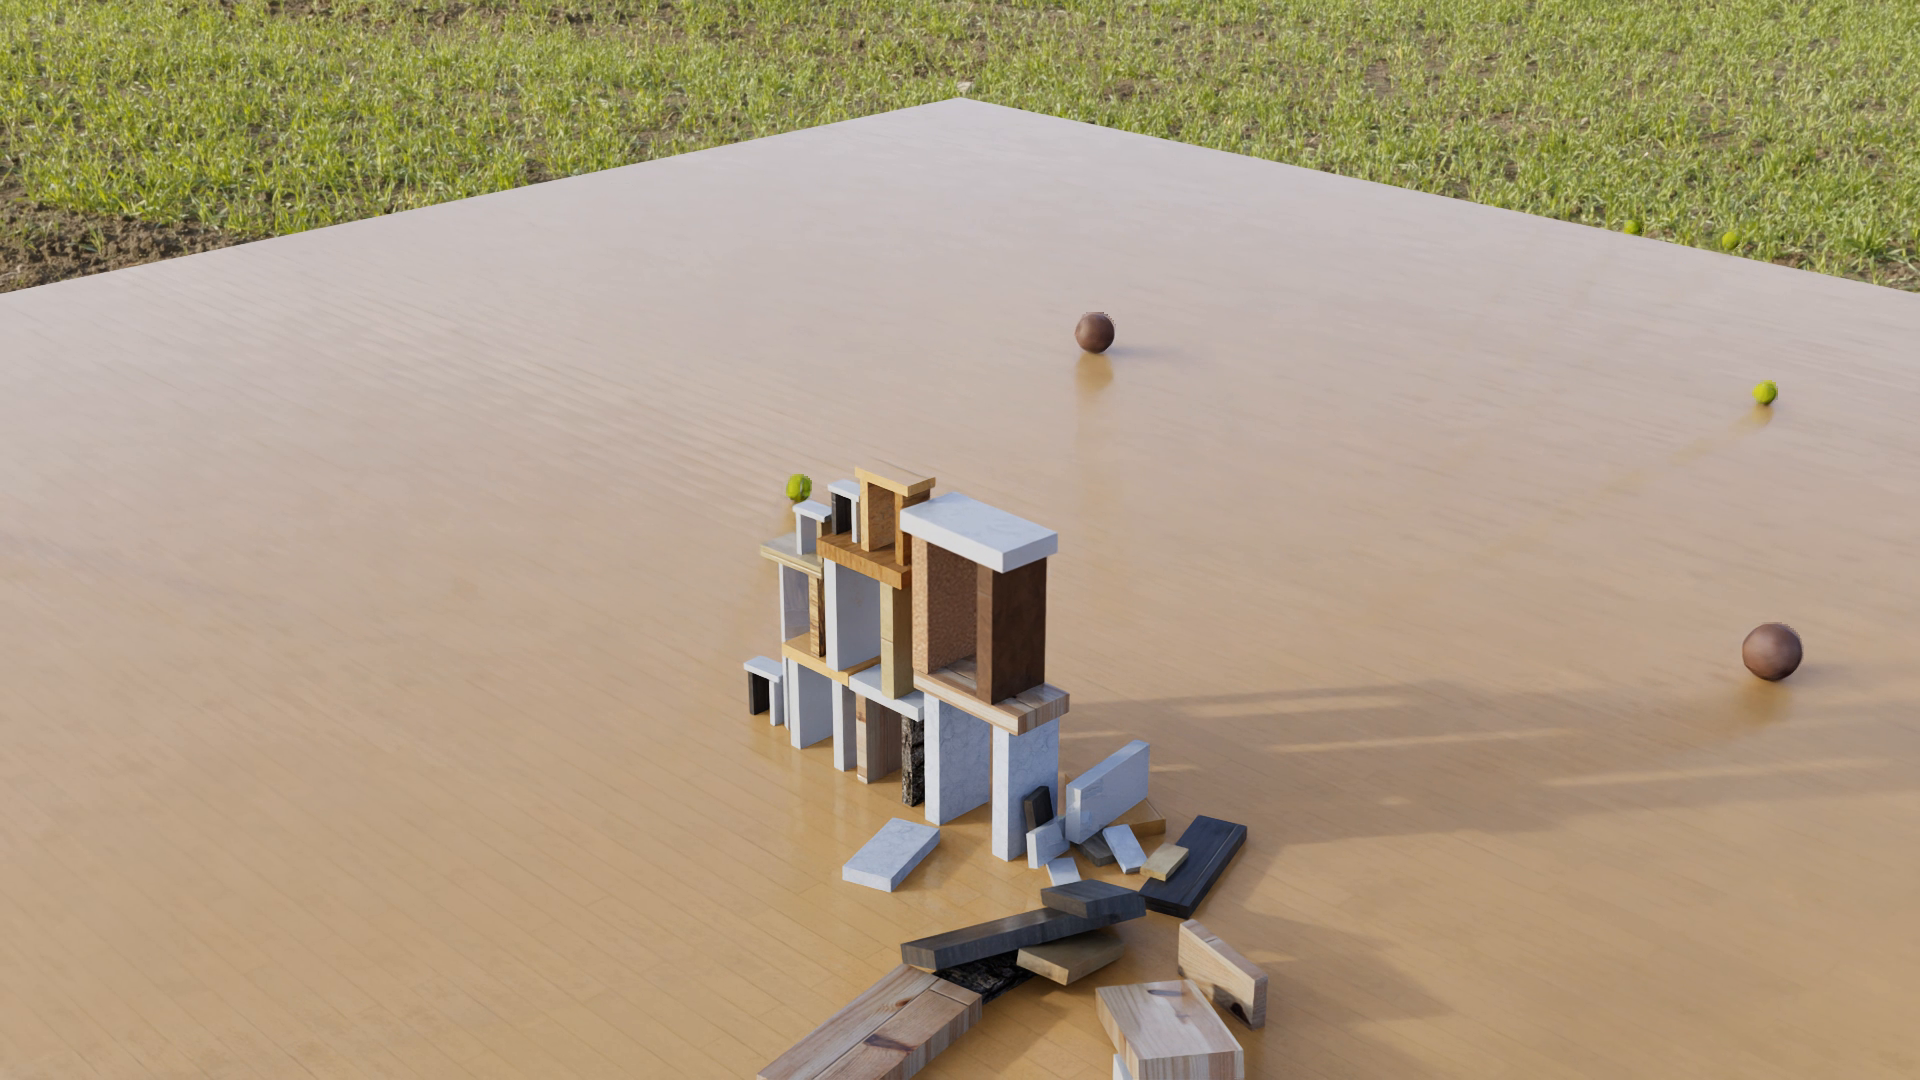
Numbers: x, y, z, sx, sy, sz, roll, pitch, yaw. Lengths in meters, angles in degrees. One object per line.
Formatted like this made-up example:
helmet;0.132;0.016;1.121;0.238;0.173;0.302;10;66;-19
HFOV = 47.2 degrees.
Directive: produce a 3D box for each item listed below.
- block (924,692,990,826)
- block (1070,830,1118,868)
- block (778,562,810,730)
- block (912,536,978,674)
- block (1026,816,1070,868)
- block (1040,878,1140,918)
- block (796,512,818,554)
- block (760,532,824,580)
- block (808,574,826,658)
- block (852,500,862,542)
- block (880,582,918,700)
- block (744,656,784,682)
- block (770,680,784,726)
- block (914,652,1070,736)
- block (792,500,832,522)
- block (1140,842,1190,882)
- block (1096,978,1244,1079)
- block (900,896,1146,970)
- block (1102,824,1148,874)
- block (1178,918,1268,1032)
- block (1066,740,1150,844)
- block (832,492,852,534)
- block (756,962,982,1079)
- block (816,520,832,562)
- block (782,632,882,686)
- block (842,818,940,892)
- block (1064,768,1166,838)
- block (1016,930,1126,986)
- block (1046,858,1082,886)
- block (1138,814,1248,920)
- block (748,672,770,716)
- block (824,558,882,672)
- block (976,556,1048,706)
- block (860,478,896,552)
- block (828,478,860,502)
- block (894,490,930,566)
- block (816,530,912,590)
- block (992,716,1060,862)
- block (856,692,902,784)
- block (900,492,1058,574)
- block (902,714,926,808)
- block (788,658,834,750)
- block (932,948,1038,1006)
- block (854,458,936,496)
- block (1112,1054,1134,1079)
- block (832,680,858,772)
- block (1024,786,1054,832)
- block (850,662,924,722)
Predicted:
block;-0.005;0.417;4.412;0.041;0.286;0.143;21;31;41
block;0.264;0.597;4.330;0.067;0.019;0.135;-12;26;-26
block;-0.336;0.211;4.728;0.091;0.419;0.026;-9;24;-19
block;-0.029;0.105;4.309;0.041;0.286;0.143;20;30;39
block;0.172;0.584;4.263;0.019;0.068;0.135;0;9;31
block;0.234;0.649;3.982;0.104;0.029;0.208;-8;1;-20
block;-0.317;-0.019;4.550;0.013;0.092;0.046;20;30;39
block;-0.320;0.032;4.580;0.183;0.026;0.091;20;30;39
block;-0.270;0.145;4.581;0.091;0.183;0.026;-21;31;-41
block;-0.196;-0.044;4.421;0.045;0.091;0.013;-21;31;-41
block;-0.102;0.184;4.411;0.123;0.251;0.035;-21;31;-41
block;-0.417;0.282;4.807;0.105;0.015;0.053;18;29;37
block;-0.391;0.349;4.804;0.053;0.105;0.015;-21;32;-41
block;0.060;0.293;4.286;0.143;0.041;0.286;-21;31;-40
block;-0.294;-0.060;4.511;0.092;0.013;0.046;20;30;38
block;0.392;0.616;4.215;0.053;0.015;0.106;13;26;28
block;0.344;0.818;3.659;0.171;0.048;0.342;-4;8;-7
block;0.117;0.698;3.939;0.445;0.034;0.120;-8;1;-30
block;0.323;0.601;4.279;0.053;0.015;0.106;-8;44;-22
block;0.457;0.758;3.841;0.029;0.104;0.208;-14;27;-29
block;0.293;0.496;4.351;0.034;0.120;0.239;17;28;35
block;-0.239;-0.060;4.461;0.045;0.091;0.013;-21;31;-41
block;-0.147;0.850;3.696;0.171;0.048;0.395;16;28;32
block;-0.272;-0.003;4.512;0.013;0.092;0.046;20;30;39
block;-0.267;0.245;4.616;0.103;0.029;0.207;-21;31;-41
block;-0.132;0.611;4.282;0.104;0.029;0.208;11;25;24
block;0.313;0.533;4.462;0.120;0.034;0.239;-8;24;-18
block;0.199;0.736;3.919;0.103;0.029;0.205;17;14;30
block;0.201;0.645;4.222;0.053;0.015;0.106;-3;23;-8
block;0.450;0.628;4.243;0.103;0.029;0.326;11;25;24
block;-0.441;0.329;4.850;0.053;0.105;0.015;-21;31;-41
block;-0.219;0.137;4.518;0.123;0.247;0.035;-21;31;-40
block;0.098;0.159;4.184;0.143;0.286;0.041;-20;30;-39
block;-0.163;-0.059;4.382;0.021;0.150;0.075;21;31;41
block;-0.218;-0.100;4.421;0.091;0.013;0.045;21;31;40
block;-0.092;-0.031;4.316;0.075;0.150;0.021;-21;31;-40
block;-0.159;0.030;4.408;0.247;0.035;0.123;21;31;40
block;0.128;0.470;4.288;0.041;0.286;0.143;21;31;40
block;-0.167;0.395;4.569;0.102;0.203;0.029;-21;31;-41
block;0.034;-0.017;4.179;0.143;0.041;0.286;-20;30;-39
block;-0.071;0.433;4.480;0.029;0.203;0.102;21;31;41
block;-0.315;0.335;4.707;0.029;0.207;0.103;21;31;41
block;0.055;0.767;3.916;0.205;0.029;0.103;-20;30;-39
block;-0.127;-0.124;4.315;0.075;0.021;0.150;-21;31;-40
block;0.366;0.932;3.501;0.171;0.048;0.342;-4;23;-9
block;-0.218;0.373;4.617;0.104;0.207;0.029;-21;31;-41
block;0.158;0.554;4.280;0.019;0.135;0.067;2;21;32
block;-0.120;0.307;4.479;0.102;0.029;0.203;-21;31;-41
